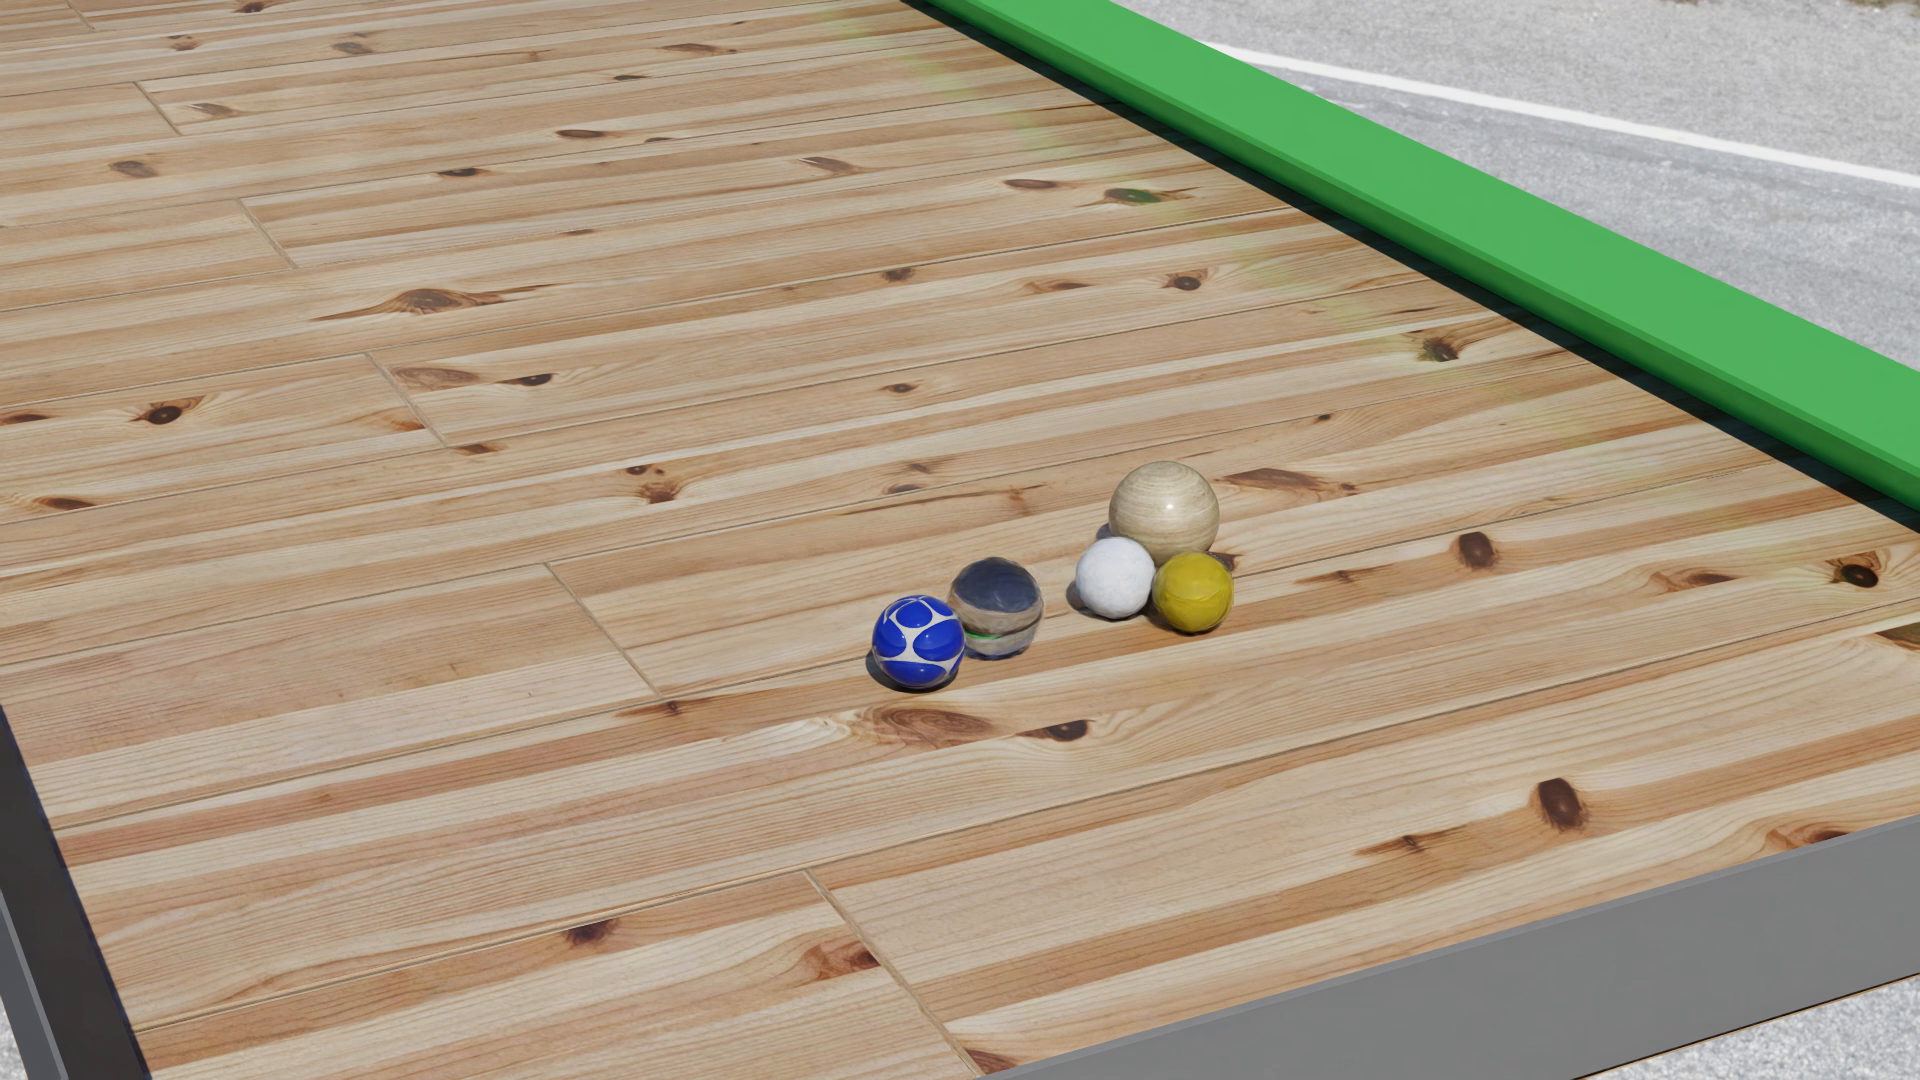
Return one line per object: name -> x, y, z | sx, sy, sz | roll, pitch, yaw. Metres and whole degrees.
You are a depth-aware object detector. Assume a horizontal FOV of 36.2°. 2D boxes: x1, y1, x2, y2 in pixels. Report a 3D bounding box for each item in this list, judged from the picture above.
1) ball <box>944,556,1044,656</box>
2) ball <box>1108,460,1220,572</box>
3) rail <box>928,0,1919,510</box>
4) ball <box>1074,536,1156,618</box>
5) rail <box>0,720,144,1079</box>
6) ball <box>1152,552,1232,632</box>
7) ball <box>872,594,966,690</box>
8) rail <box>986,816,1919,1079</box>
ball -> 0.024, 0.047, 2.064 | 0.070, 0.070, 0.070 | 0, 24, 0
ball -> 0.152, -0.017, 2.190 | 0.083, 0.083, 0.083 | 0, 24, 0
rail -> 0.325, -0.413, 3.036 | 0.045, 0.108, 2.893 | -11, 27, -23
ball -> 0.112, 0.027, 2.121 | 0.059, 0.059, 0.059 | 0, 24, 0
rail -> -0.955, -0.159, 2.471 | 0.045, 0.108, 2.893 | -11, 27, -23
ball -> 0.166, 0.037, 2.100 | 0.058, 0.058, 0.058 | 0, 24, 0
ball -> -0.028, 0.070, 2.018 | 0.065, 0.065, 0.065 | 0, 24, 0
rail -> 0.305, 0.240, 1.586 | 1.470, 0.108, 0.045 | -11, 27, -23
